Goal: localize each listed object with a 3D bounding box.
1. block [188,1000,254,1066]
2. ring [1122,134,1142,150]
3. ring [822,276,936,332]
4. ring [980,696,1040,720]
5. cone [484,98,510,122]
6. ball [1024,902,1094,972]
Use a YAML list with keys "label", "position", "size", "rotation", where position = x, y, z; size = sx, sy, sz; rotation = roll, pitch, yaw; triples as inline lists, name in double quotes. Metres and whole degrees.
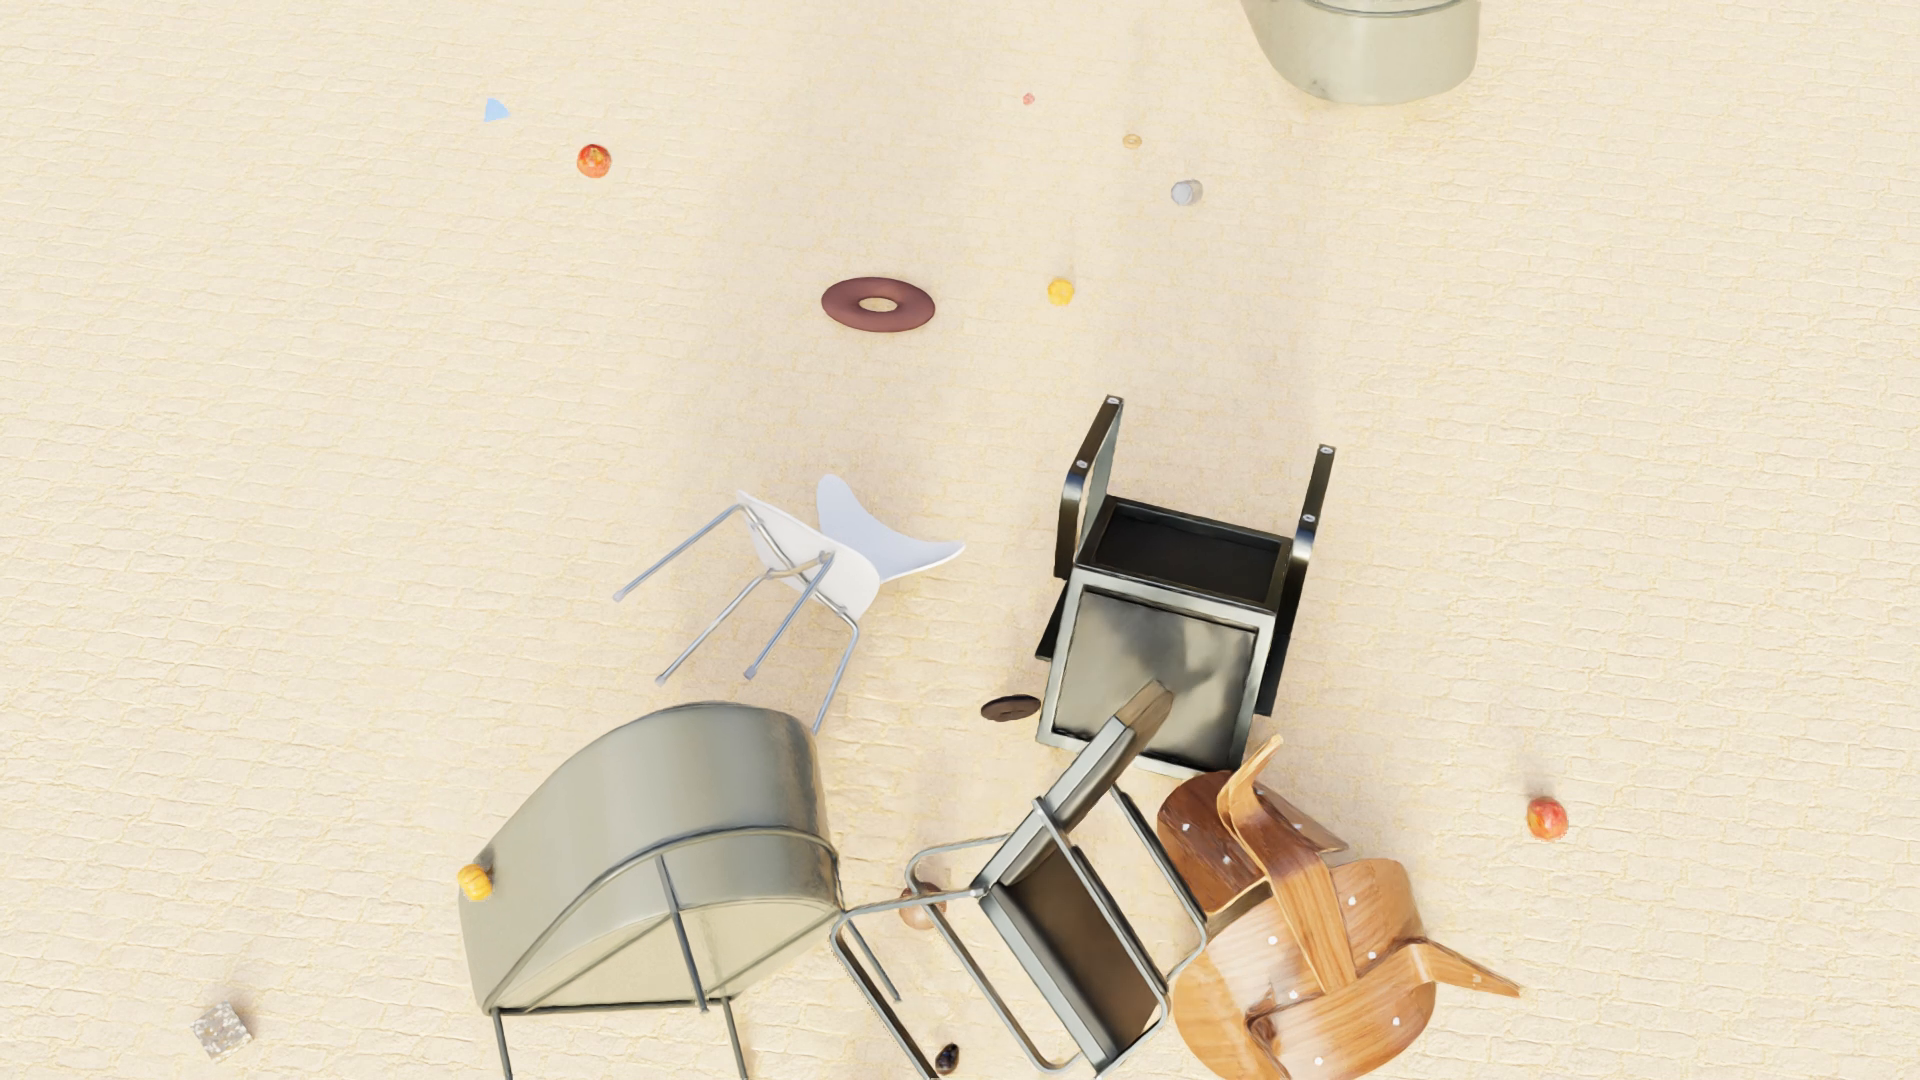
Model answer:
- label: "block"
  position: [-1.911, 1.275, 5.689]
  size: [0.109, 0.049, 0.119]
  rotation: [-34, 63, -21]
- label: "ring"
  position: [0.585, -1.353, 7.470]
  size: [0.068, 0.021, 0.061]
  rotation: [-6, 57, -5]
- label: "ring"
  position: [-0.262, -0.754, 7.045]
  size: [0.370, 0.059, 0.217]
  rotation: [6, 56, 3]
- label: "ring"
  position: [0.142, 0.468, 6.115]
  size: [0.152, 0.285, 0.040]
  rotation: [-20, 75, 18]
- label: "cone"
  position: [-1.426, -1.292, 6.686]
  size: [0.085, 0.049, 0.086]
  rotation: [38, 51, -10]
- label: "ball"
  position: [0.260, 1.043, 5.767]
  size: [0.179, 0.179, 0.179]
  rotation: [0, 56, 0]
